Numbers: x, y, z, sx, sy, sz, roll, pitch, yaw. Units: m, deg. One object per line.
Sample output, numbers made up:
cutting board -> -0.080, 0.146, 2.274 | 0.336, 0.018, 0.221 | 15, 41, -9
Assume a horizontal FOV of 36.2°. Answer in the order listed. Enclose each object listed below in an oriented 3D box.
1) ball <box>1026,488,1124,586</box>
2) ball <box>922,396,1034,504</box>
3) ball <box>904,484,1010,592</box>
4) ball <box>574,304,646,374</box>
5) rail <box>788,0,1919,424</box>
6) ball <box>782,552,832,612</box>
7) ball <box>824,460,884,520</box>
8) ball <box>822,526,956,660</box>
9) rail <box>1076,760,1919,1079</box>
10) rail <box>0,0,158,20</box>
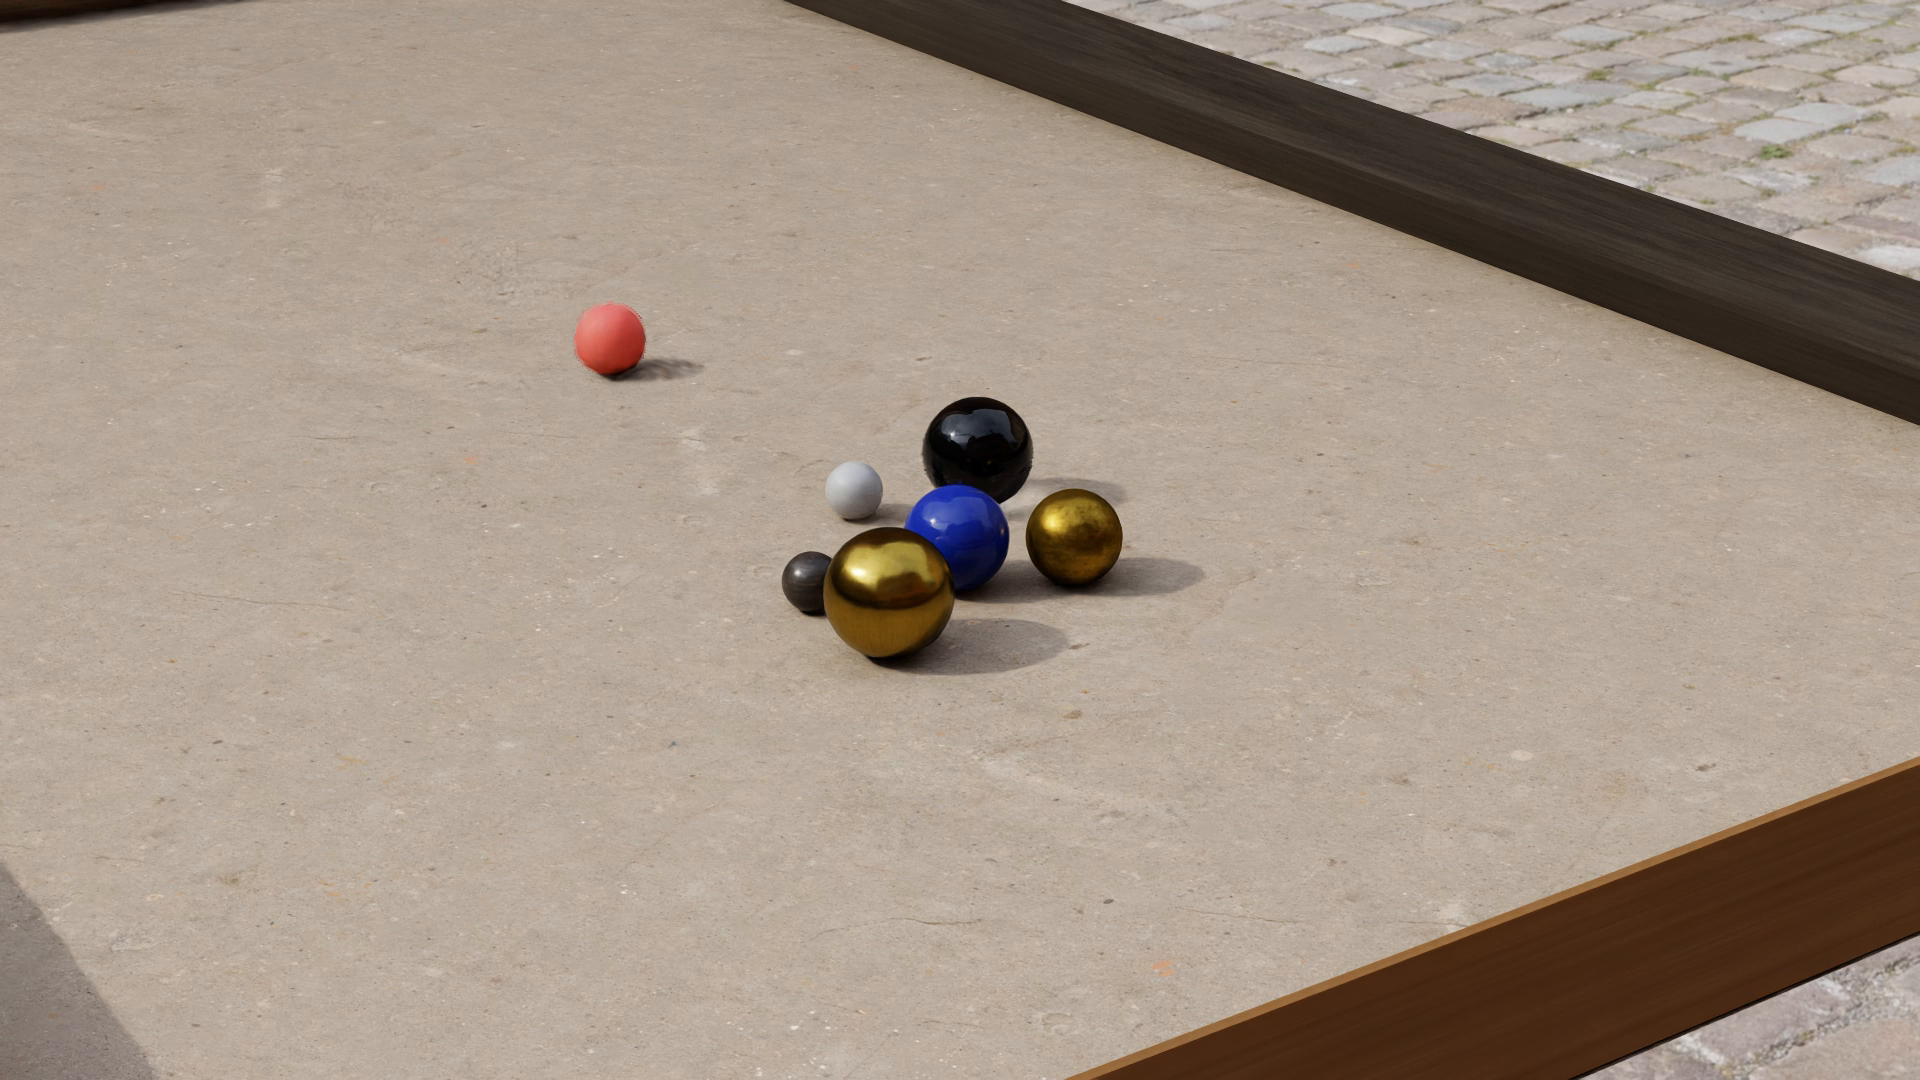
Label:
ball -> 0.089, -0.002, 2.303 | 0.077, 0.077, 0.077 | 0, 23, 0
ball -> 0.015, -0.073, 2.447 | 0.093, 0.093, 0.093 | 0, 23, 0
ball -> -0.003, -0.002, 2.293 | 0.084, 0.084, 0.084 | 0, 23, 0
ball -> -0.327, -0.187, 2.748 | 0.066, 0.066, 0.066 | 0, 23, 0
rail -> 0.317, -0.473, 3.333 | 0.045, 0.128, 3.096 | -15, 27, -30
ball -> -0.114, 0.032, 2.261 | 0.047, 0.047, 0.047 | 0, 23, 0
ball -> -0.087, -0.041, 2.430 | 0.048, 0.048, 0.048 | 0, 23, 0
ball -> -0.053, 0.039, 2.179 | 0.098, 0.098, 0.098 | 0, 23, 0
rail -> 0.412, 0.222, 1.713 | 1.823, 0.128, 0.045 | -15, 27, -30
rail -> -1.262, -0.782, 4.055 | 1.823, 0.128, 0.045 | -15, 27, -30
